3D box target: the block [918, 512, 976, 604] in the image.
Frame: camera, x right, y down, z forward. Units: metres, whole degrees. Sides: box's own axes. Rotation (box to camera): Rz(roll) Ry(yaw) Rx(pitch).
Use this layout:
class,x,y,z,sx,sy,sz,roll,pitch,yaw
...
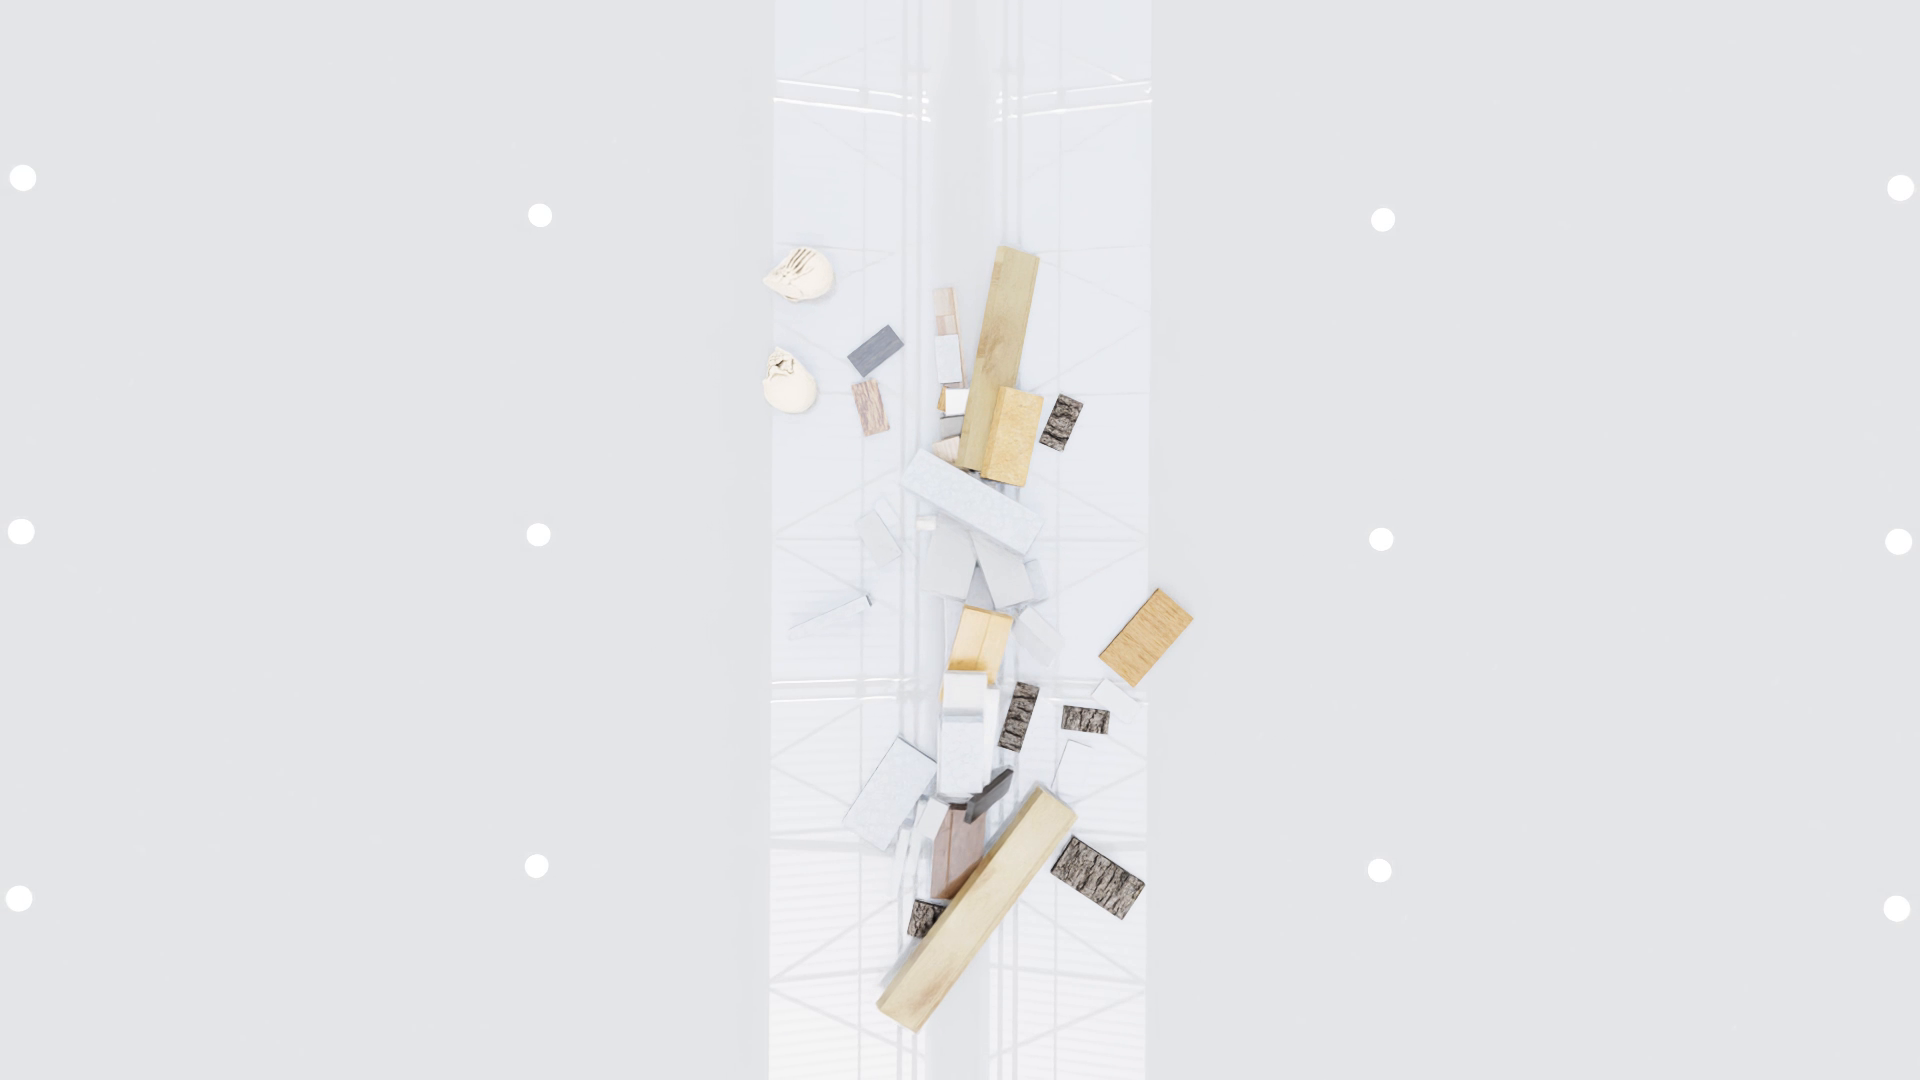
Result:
class,x,y,z,sx,sy,sz,roll,pitch,yaw
block,-0.020,0.033,5.429,0.160,0.045,0.319,15,72,0

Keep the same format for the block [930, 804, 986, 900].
class,x,y,z,sx,sy,sz,roll,pitch,yaw
block,-0.007,1.027,5.425,0.164,0.047,0.328,4,108,-2

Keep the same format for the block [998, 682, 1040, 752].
class,x,y,z,sx,sy,sz,roll,pitch,yaw
block,0.195,0.589,5.489,0.078,0.022,0.225,17,90,0

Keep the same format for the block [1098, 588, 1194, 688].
class,x,y,z,sx,sy,sz,roll,pitch,yaw
block,0.617,0.325,5.478,0.152,0.043,0.304,41,90,0

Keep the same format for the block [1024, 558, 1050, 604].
class,x,y,z,sx,sy,sz,roll,pitch,yaw
block,0.247,0.137,5.491,0.067,0.019,0.133,-18,90,0

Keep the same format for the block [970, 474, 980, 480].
class,x,y,z,sx,sy,sz,roll,pitch,yaw
block,0.045,-0.149,5.418,0.067,0.019,0.133,-13,74,-9

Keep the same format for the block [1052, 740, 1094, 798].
class,x,y,z,sx,sy,sz,roll,pitch,yaw
block,0.373,0.760,5.488,0.086,0.024,0.171,20,90,0

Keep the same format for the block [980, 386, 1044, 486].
class,x,y,z,sx,sy,sz,roll,pitch,yaw
block,0.173,-0.340,5.442,0.152,0.043,0.304,12,90,-32

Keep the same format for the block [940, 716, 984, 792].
class,x,y,z,sx,sy,sz,roll,pitch,yaw
block,0.006,0.683,5.246,0.134,0.038,0.268,1,118,-1

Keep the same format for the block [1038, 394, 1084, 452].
class,x,y,z,sx,sy,sz,roll,pitch,yaw
block,0.337,-0.389,5.488,0.088,0.025,0.175,24,90,0

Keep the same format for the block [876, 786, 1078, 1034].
class,x,y,z,sx,sy,sz,roll,pitch,yaw
block,0.057,1.214,5.415,0.169,0.048,0.887,38,87,-24

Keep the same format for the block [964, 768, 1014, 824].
class,x,y,z,sx,sy,sz,roll,pitch,yaw
block,0.095,0.832,5.364,0.024,0.253,0.085,25,119,23

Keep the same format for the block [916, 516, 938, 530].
class,x,y,z,sx,sy,sz,roll,pitch,yaw
block,-0.096,-0.056,5.493,0.096,0.014,0.048,-2,90,0

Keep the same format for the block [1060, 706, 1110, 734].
class,x,y,z,sx,sy,sz,roll,pitch,yaw
block,0.418,0.599,5.489,0.156,0.022,0.078,7,90,0

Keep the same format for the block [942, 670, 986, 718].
class,x,y,z,sx,sy,sz,roll,pitch,yaw
block,0.012,0.549,5.251,0.134,0.038,0.268,2,105,-2

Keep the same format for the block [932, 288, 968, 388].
class,x,y,z,sx,sy,sz,roll,pitch,yaw
block,-0.030,-0.650,5.489,0.078,0.022,0.372,-7,90,0

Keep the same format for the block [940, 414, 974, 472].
class,x,y,z,sx,sy,sz,roll,pitch,yaw
block,-0.008,-0.317,5.458,0.095,0.027,0.189,-7,108,0

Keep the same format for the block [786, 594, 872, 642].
class,x,y,z,sx,sy,sz,roll,pitch,yaw
block,-0.429,0.257,5.429,0.284,0.142,0.040,-24,90,0

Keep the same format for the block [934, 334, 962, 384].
class,x,y,z,sx,sy,sz,roll,pitch,yaw
block,-0.039,-0.599,5.467,0.078,0.022,0.157,-5,90,0

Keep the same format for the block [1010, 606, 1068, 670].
class,x,y,z,sx,sy,sz,roll,pitch,yaw
block,0.252,0.319,5.321,0.169,0.338,0.048,44,79,7

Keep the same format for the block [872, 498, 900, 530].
class,x,y,z,sx,sy,sz,roll,pitch,yaw
block,-0.246,-0.089,5.493,0.048,0.014,0.096,-36,90,0

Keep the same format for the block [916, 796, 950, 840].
class,x,y,z,sx,sy,sz,roll,pitch,yaw
block,-0.089,0.901,5.352,0.067,0.019,0.133,25,110,5

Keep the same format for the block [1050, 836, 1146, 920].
class,x,y,z,sx,sy,sz,roll,pitch,yaw
block,0.458,1.124,5.480,0.284,0.040,0.142,33,90,0

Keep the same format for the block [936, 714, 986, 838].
class,x,y,z,sx,sy,sz,roll,pitch,yaw
block,0.007,0.775,5.404,0.164,0.047,0.409,1,105,-1

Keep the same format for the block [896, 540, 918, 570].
class,x,y,z,sx,sy,sz,roll,pitch,yaw
block,-0.185,0.051,5.493,0.048,0.014,0.096,-32,90,0

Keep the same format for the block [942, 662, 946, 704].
class,x,y,z,sx,sy,sz,roll,pitch,yaw
block,0.009,0.466,5.440,0.125,0.035,0.249,4,86,-1

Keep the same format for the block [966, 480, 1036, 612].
class,x,y,z,sx,sy,sz,roll,pitch,yaw
block,0.114,0.020,5.401,0.134,0.038,0.417,-16,75,-9

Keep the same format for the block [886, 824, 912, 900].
class,x,y,z,sx,sy,sz,roll,pitch,yaw
block,-0.199,1.059,5.443,0.032,0.114,0.228,12,90,1

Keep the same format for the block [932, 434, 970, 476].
class,x,y,z,sx,sy,sz,roll,pitch,yaw
block,-0.022,-0.245,5.453,0.095,0.027,0.189,-17,108,3

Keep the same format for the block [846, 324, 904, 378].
class,x,y,z,sx,sy,sz,roll,pitch,yaw
block,-0.280,-0.628,5.488,0.175,0.025,0.088,-38,90,0

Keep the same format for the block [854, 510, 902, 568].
class,x,y,z,sx,sy,sz,roll,pitch,yaw
block,-0.272,-0.003,5.479,0.086,0.024,0.171,-33,84,0

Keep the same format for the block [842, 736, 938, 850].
class,x,y,z,sx,sy,sz,roll,pitch,yaw
block,-0.229,0.841,5.476,0.169,0.048,0.338,33,90,0

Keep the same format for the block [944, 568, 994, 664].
class,x,y,z,sx,sy,sz,roll,pitch,yaw
block,0.031,0.247,5.410,0.160,0.045,0.320,-1,66,-3

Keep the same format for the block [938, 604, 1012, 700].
class,x,y,z,sx,sy,sz,roll,pitch,yaw
block,0.050,0.379,5.298,0.160,0.045,0.320,14,104,-5

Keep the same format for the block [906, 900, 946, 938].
class,x,y,z,sx,sy,sz,roll,pitch,yaw
block,-0.053,1.281,5.484,0.228,0.032,0.114,14,90,0

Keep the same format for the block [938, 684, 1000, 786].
class,x,y,z,sx,sy,sz,roll,pitch,yaw
block,0.029,0.622,5.314,0.164,0.047,0.329,5,105,-2

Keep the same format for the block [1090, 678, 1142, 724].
class,x,y,z,sx,sy,sz,roll,pitch,yaw
block,0.521,0.536,5.489,0.156,0.022,0.078,38,90,0

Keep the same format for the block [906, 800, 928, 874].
class,x,y,z,sx,sy,sz,roll,pitch,yaw
block,-0.141,0.979,5.443,0.032,0.114,0.228,11,90,0

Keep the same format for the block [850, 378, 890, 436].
class,x,y,z,sx,sy,sz,roll,pitch,yaw
block,-0.298,-0.440,5.488,0.088,0.025,0.176,-16,90,0

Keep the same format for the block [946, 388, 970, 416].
class,x,y,z,sx,sy,sz,roll,pitch,yaw
block,0.000,-0.408,5.457,0.094,0.027,0.189,-1,108,-2

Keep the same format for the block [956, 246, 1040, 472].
class,x,y,z,sx,sy,sz,roll,pitch,yaw
block,0.125,-0.589,5.436,0.152,0.043,0.733,11,90,-38

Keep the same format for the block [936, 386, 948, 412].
class,x,y,z,sx,sy,sz,roll,pitch,yaw
block,0.009,-0.452,5.470,0.157,0.022,0.078,15,105,-7

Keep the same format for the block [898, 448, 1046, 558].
class,x,y,z,sx,sy,sz,roll,pitch,yaw
block,0.039,-0.121,5.378,0.474,0.040,0.142,30,73,5
